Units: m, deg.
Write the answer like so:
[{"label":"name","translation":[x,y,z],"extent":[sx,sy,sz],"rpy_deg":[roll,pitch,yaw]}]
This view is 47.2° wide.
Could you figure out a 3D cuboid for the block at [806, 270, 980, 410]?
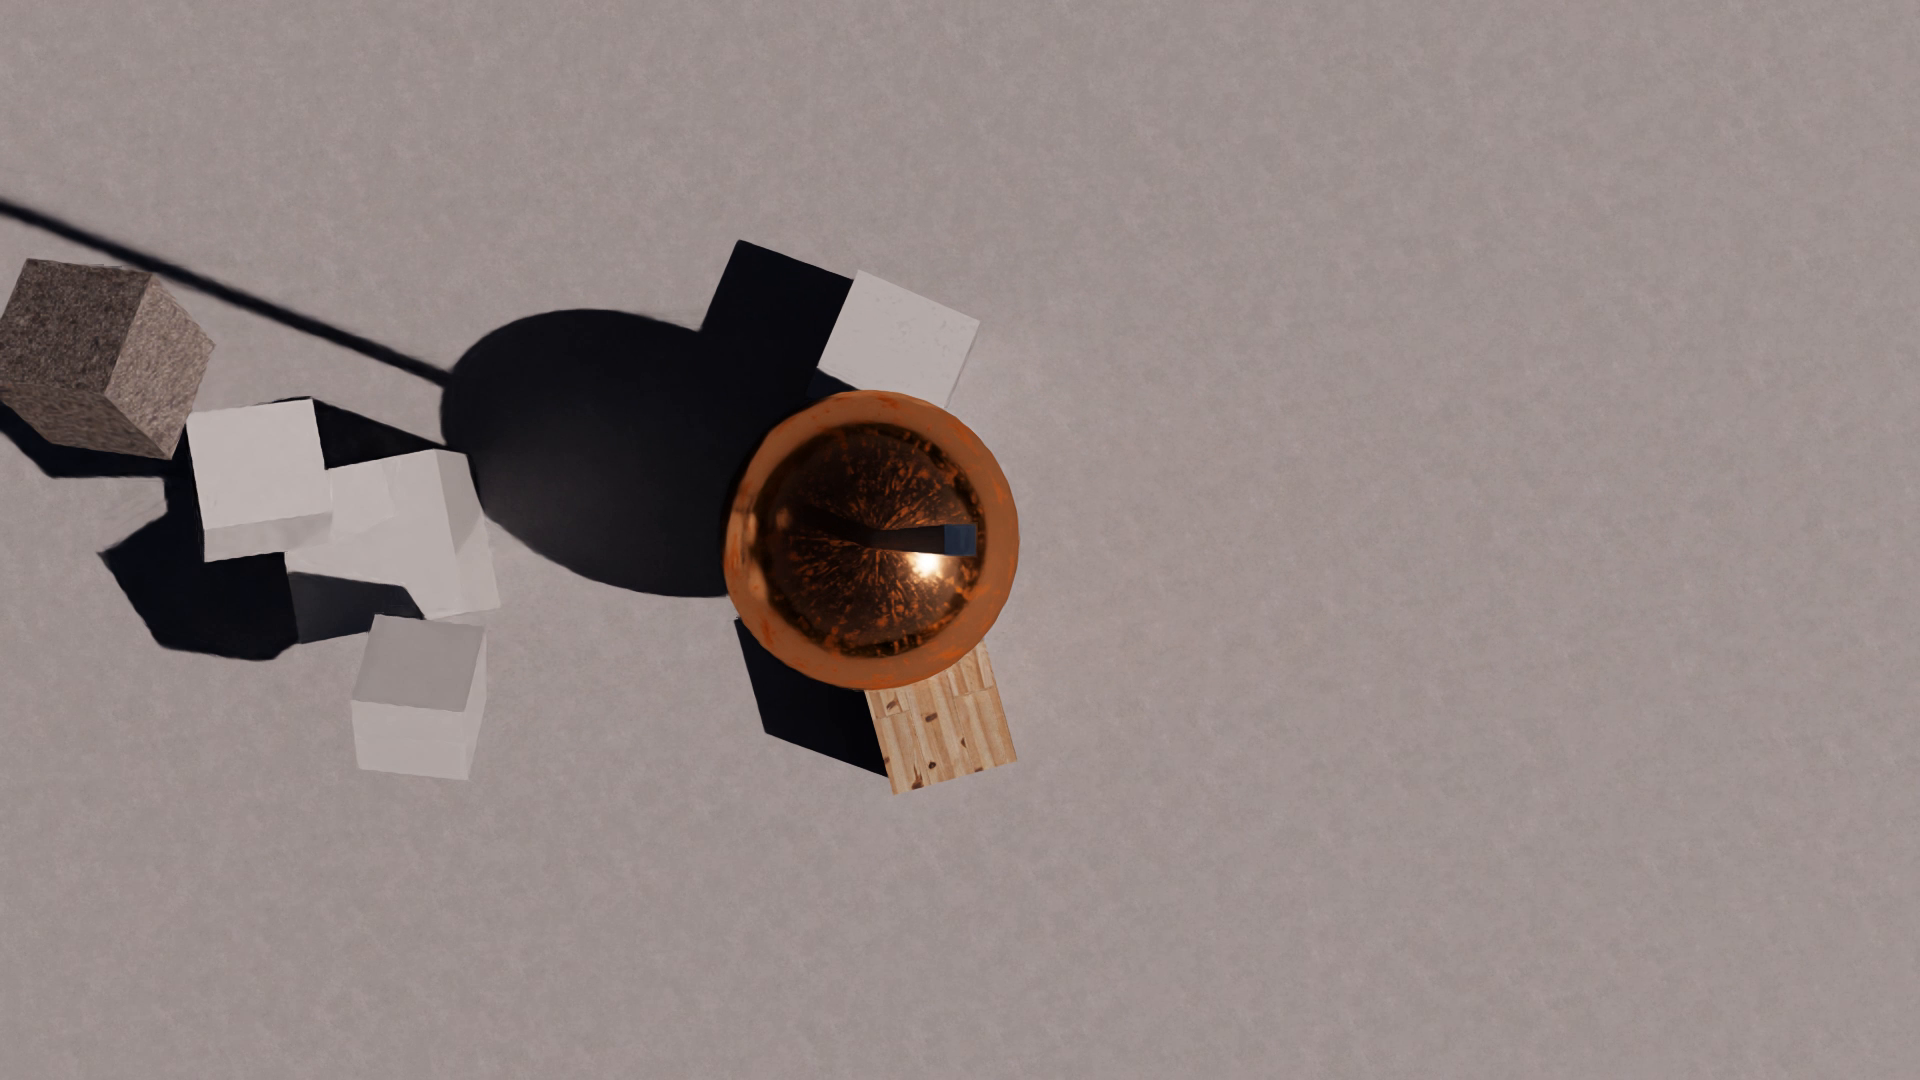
[{"label":"block","translation":[-0.377,-1.018,12.654],"extent":[0.741,0.693,0.765],"rpy_deg":[23,90,0]}]

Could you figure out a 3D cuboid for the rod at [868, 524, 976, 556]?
[{"label":"rod","translation":[-0.208,0.000,8.283],"extent":[0.080,5.200,0.080],"rpy_deg":[0,90,-5]}]

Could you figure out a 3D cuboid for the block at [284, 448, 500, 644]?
[{"label":"block","translation":[-3.254,0.035,12.542],"extent":[0.924,0.917,0.918],"rpy_deg":[-11,90,0]}]

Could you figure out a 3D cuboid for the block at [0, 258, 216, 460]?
[{"label":"block","translation":[-3.900,-0.816,9.972],"extent":[0.626,0.643,0.612],"rpy_deg":[8,67,12]}]

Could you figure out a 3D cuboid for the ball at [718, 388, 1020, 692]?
[{"label":"ball","translation":[-0.479,0.000,11.673],"extent":[1.600,1.600,1.600],"rpy_deg":[0,90,0]}]

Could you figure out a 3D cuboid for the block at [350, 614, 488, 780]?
[{"label":"block","translation":[-2.830,0.829,11.560],"extent":[0.572,0.586,0.575],"rpy_deg":[7,47,-4]}]

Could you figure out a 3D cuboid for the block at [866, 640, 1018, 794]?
[{"label":"block","translation":[-0.118,0.993,12.637],"extent":[0.720,0.727,0.698],"rpy_deg":[-16,90,0]}]

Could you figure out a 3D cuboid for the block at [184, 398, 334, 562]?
[{"label":"block","translation":[-3.721,-0.312,11.659],"extent":[0.644,0.595,0.630],"rpy_deg":[-9,76,-21]}]
